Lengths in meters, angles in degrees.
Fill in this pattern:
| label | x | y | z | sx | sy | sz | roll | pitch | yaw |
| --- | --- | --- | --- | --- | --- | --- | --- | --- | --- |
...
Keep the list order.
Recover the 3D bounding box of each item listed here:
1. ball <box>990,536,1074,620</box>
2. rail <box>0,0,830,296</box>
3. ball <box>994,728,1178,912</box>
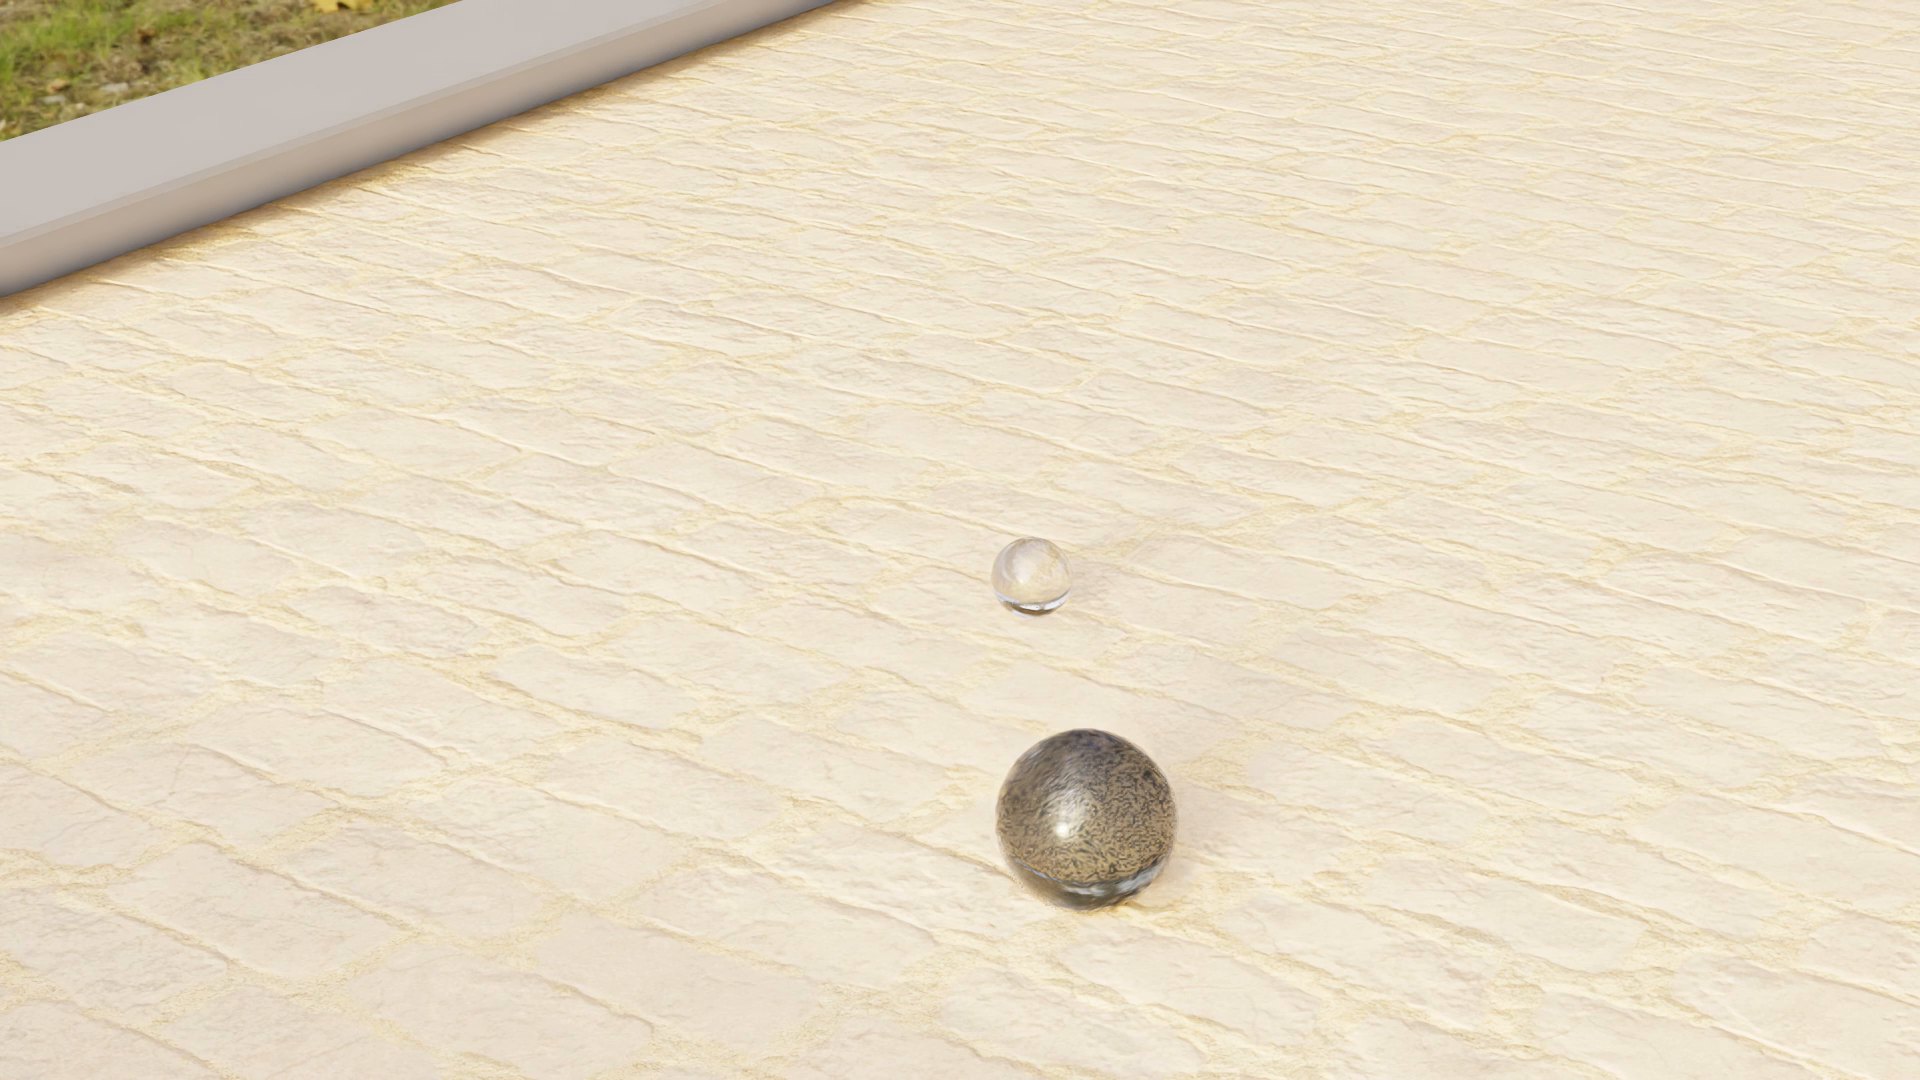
| label | x | y | z | sx | sy | sz | roll | pitch | yaw |
| --- | --- | --- | --- | --- | --- | --- | --- | --- | --- |
| ball | 0.044 | 0.023 | 1.812 | 0.051 | 0.051 | 0.051 | 0 | 25 | 0 |
| rail | -0.256 | -0.548 | 2.959 | 0.045 | 0.121 | 3.543 | 16 | 29 | 30 |
| ball | 0.064 | 0.143 | 1.503 | 0.093 | 0.093 | 0.093 | 0 | 25 | 0 |
